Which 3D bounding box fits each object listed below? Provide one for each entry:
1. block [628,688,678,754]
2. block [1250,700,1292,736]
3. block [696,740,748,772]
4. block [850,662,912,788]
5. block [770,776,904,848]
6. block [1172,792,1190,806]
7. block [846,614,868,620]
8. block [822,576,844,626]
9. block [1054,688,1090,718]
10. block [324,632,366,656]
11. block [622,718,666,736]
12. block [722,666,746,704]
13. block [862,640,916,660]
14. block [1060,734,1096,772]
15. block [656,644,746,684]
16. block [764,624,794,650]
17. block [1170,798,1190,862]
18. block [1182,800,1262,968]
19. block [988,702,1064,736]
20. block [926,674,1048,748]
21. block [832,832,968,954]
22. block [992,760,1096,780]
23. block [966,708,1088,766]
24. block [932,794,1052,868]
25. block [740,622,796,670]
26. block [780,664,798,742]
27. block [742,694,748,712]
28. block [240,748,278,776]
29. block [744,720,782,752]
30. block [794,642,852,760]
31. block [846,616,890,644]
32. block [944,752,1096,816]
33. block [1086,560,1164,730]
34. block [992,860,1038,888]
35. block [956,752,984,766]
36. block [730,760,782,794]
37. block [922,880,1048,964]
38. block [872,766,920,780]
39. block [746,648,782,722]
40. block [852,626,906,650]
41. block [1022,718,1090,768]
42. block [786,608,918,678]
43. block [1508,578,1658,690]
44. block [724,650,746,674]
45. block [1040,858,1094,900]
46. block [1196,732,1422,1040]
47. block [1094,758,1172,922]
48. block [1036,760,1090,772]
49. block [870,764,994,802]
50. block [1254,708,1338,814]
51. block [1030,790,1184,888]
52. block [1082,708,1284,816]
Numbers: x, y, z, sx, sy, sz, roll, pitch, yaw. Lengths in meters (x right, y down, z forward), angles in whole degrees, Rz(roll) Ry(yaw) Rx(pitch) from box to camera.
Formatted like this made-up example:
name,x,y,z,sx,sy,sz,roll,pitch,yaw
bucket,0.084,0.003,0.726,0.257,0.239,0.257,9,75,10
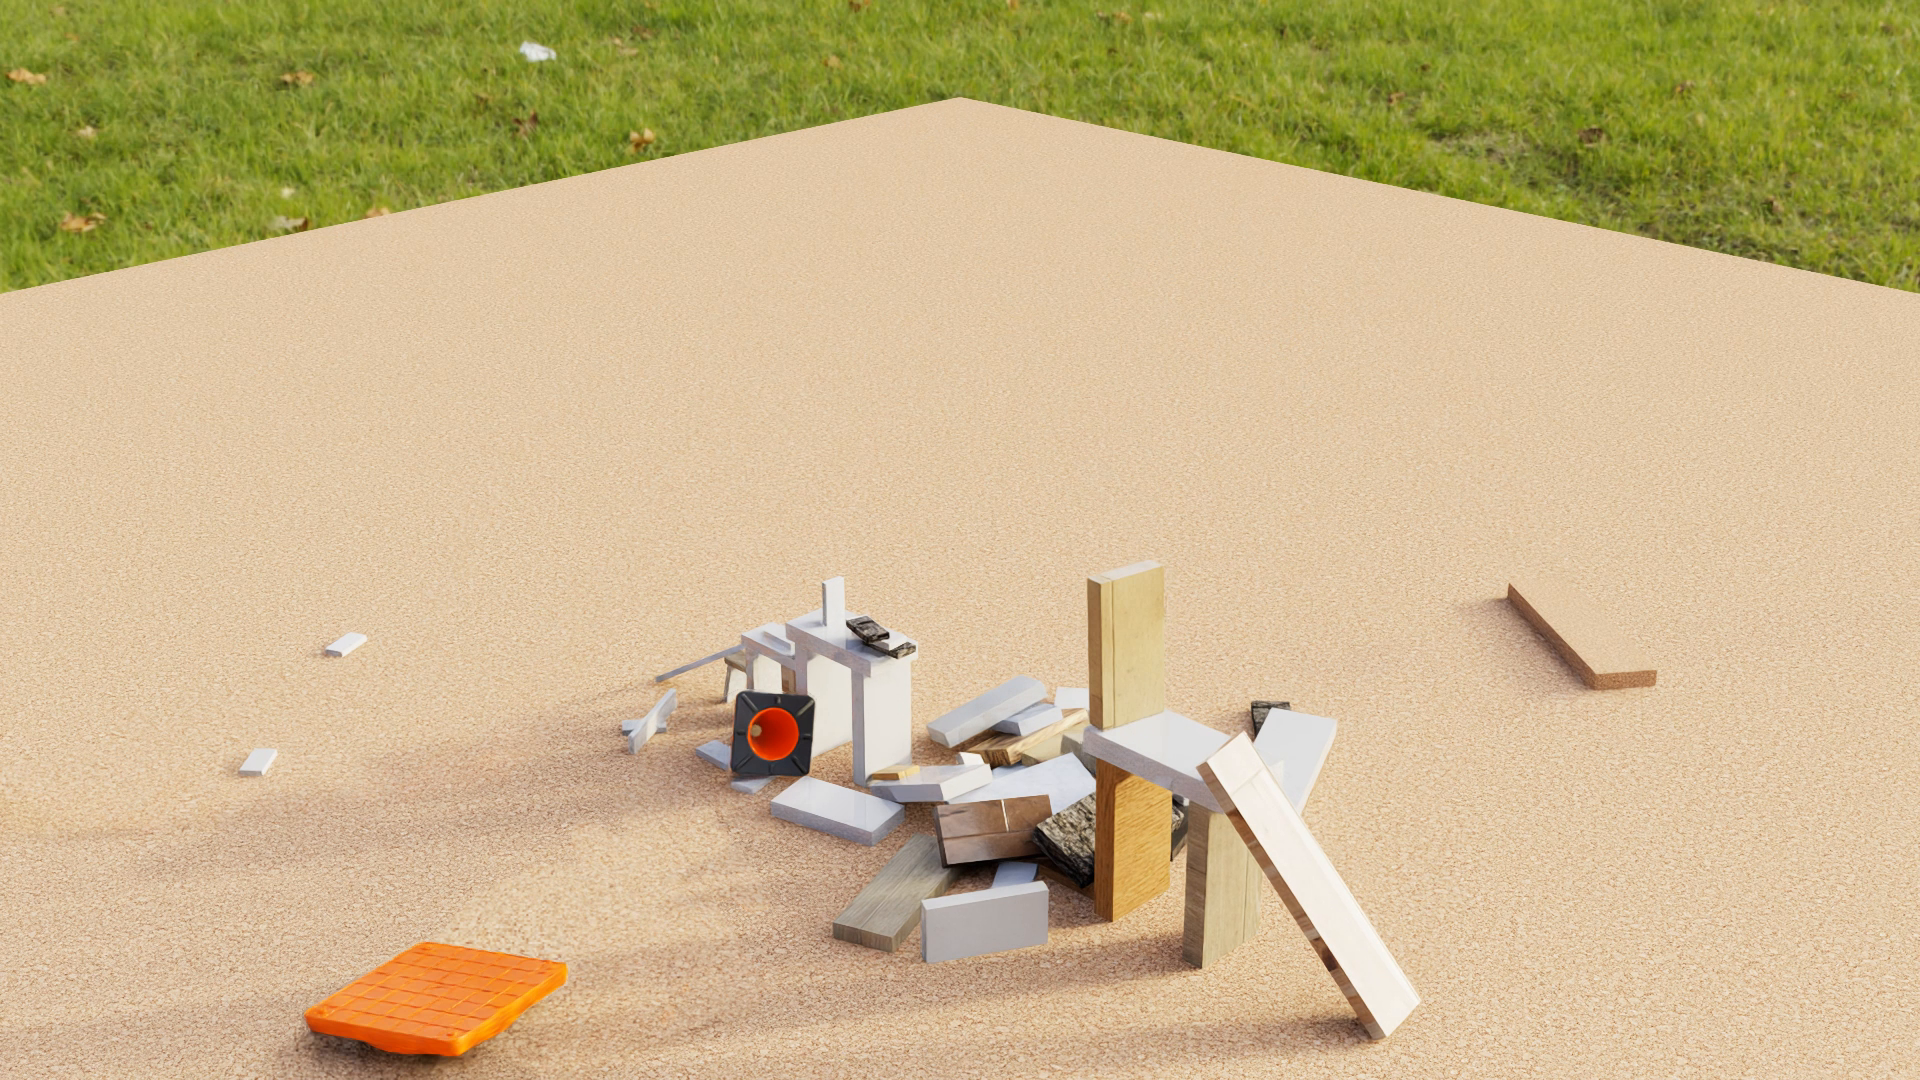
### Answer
name,x,y,z,sx,sy,sz,roll,pitch,yaw
block,-0.663,0.391,4.747,0.013,0.047,0.190,13,33,18
block,0.683,0.400,4.788,0.084,0.024,0.168,1,23,2
block,-0.505,0.457,4.664,0.054,0.015,0.108,-21,31,-41
block,-0.162,0.370,4.553,0.037,0.263,0.131,21,31,41
block,-0.246,0.545,4.431,0.243,0.034,0.121,13,26,28
block,0.493,0.480,4.462,0.168,0.024,0.084,-20,34,-28
block,-0.191,0.180,4.477,0.048,0.014,0.096,-12,26,-25
block,-0.263,0.127,4.570,0.048,0.096,0.014,-20,30,-39
block,0.315,0.367,4.858,0.210,0.030,0.105,3,23,6
block,-1.442,0.246,5.164,0.048,0.014,0.095,9,24,19
block,-0.687,0.406,4.787,0.095,0.013,0.047,-4,23,-9
block,-0.500,0.312,4.897,0.014,0.099,0.050,34,39,32
block,-0.144,0.213,4.472,0.104,0.015,0.052,21,31,40
block,0.366,0.438,4.530,0.292,0.041,0.146,1,13,-36
block,-0.556,0.265,4.926,0.299,0.014,0.048,-22,0,29
block,-0.374,0.208,4.729,0.047,0.013,0.094,-20,30,-38
block,0.441,0.548,4.395,0.084,0.024,0.264,13,33,26
block,0.476,0.590,3.950,0.164,0.329,0.047,-21,31,-41
block,0.123,0.379,4.727,0.105,0.030,0.210,-20,10,-25
block,0.057,0.366,4.719,0.243,0.034,0.122,-27,13,-17
block,-0.104,0.663,4.155,0.121,0.034,0.352,10,25,22
block,0.156,0.491,4.559,0.126,0.036,0.252,20,30,39
block,0.145,0.418,4.670,0.252,0.036,0.126,-23,9,-42
block,0.070,0.560,4.236,0.230,0.115,0.033,-3,-21,-20
block,-0.380,0.228,4.733,0.090,0.025,0.179,-21,31,-40
block,-0.340,0.337,4.737,0.090,0.179,0.025,-20,30,-39
block,-0.450,0.333,4.851,0.050,0.099,0.014,-21,50,-41
block,-1.480,0.469,4.639,0.048,0.014,0.095,1,23,2
block,-0.425,0.422,4.747,0.054,0.015,0.110,-8,24,-19
block,-0.285,0.321,4.667,0.037,0.263,0.131,21,31,41
block,-0.186,0.181,4.439,0.048,0.014,0.096,-13,26,-28
block,0.133,0.525,4.354,0.292,0.041,0.146,-17,42,-23
block,0.301,0.190,3.982,0.143,0.285,0.040,-15,23,-31
block,0.100,0.659,4.181,0.073,0.021,0.147,4,23,10
block,0.035,0.486,4.462,0.058,0.016,0.116,12,43,-43
block,-0.423,0.494,4.576,0.054,0.015,0.108,13,26,28
block,0.045,0.692,3.982,0.230,0.115,0.033,-7,24,-15
block,-0.132,0.478,4.521,0.052,0.015,0.104,-18,4,-34
block,-0.424,0.305,4.813,0.025,0.179,0.090,22,31,40
block,-0.165,0.195,4.476,0.104,0.015,0.052,18,29,36
block,0.239,0.438,4.598,0.105,0.030,0.210,21,30,40
block,-0.225,0.207,4.552,0.131,0.037,0.263,-21,31,-41
block,1.463,0.217,5.196,0.146,0.041,0.513,-4,23,-8
block,-0.469,0.273,4.847,0.099,0.014,0.050,22,31,39
block,0.231,0.643,4.218,0.147,0.021,0.073,21,31,40
block,0.600,0.592,3.781,0.115,0.556,0.033,-32,-2,-41
block,0.323,0.530,4.091,0.047,0.328,0.164,20,30,41
block,0.207,0.476,4.483,0.116,0.058,0.016,2,22,-22
block,-0.059,0.490,4.430,0.126,0.036,0.252,-18,4,-36
block,0.654,0.487,4.528,0.143,0.040,0.468,10,28,19
block,0.288,0.557,4.262,0.285,0.040,0.143,-24,56,-39
block,0.398,0.386,3.948,0.164,0.047,0.329,-21,31,-41
